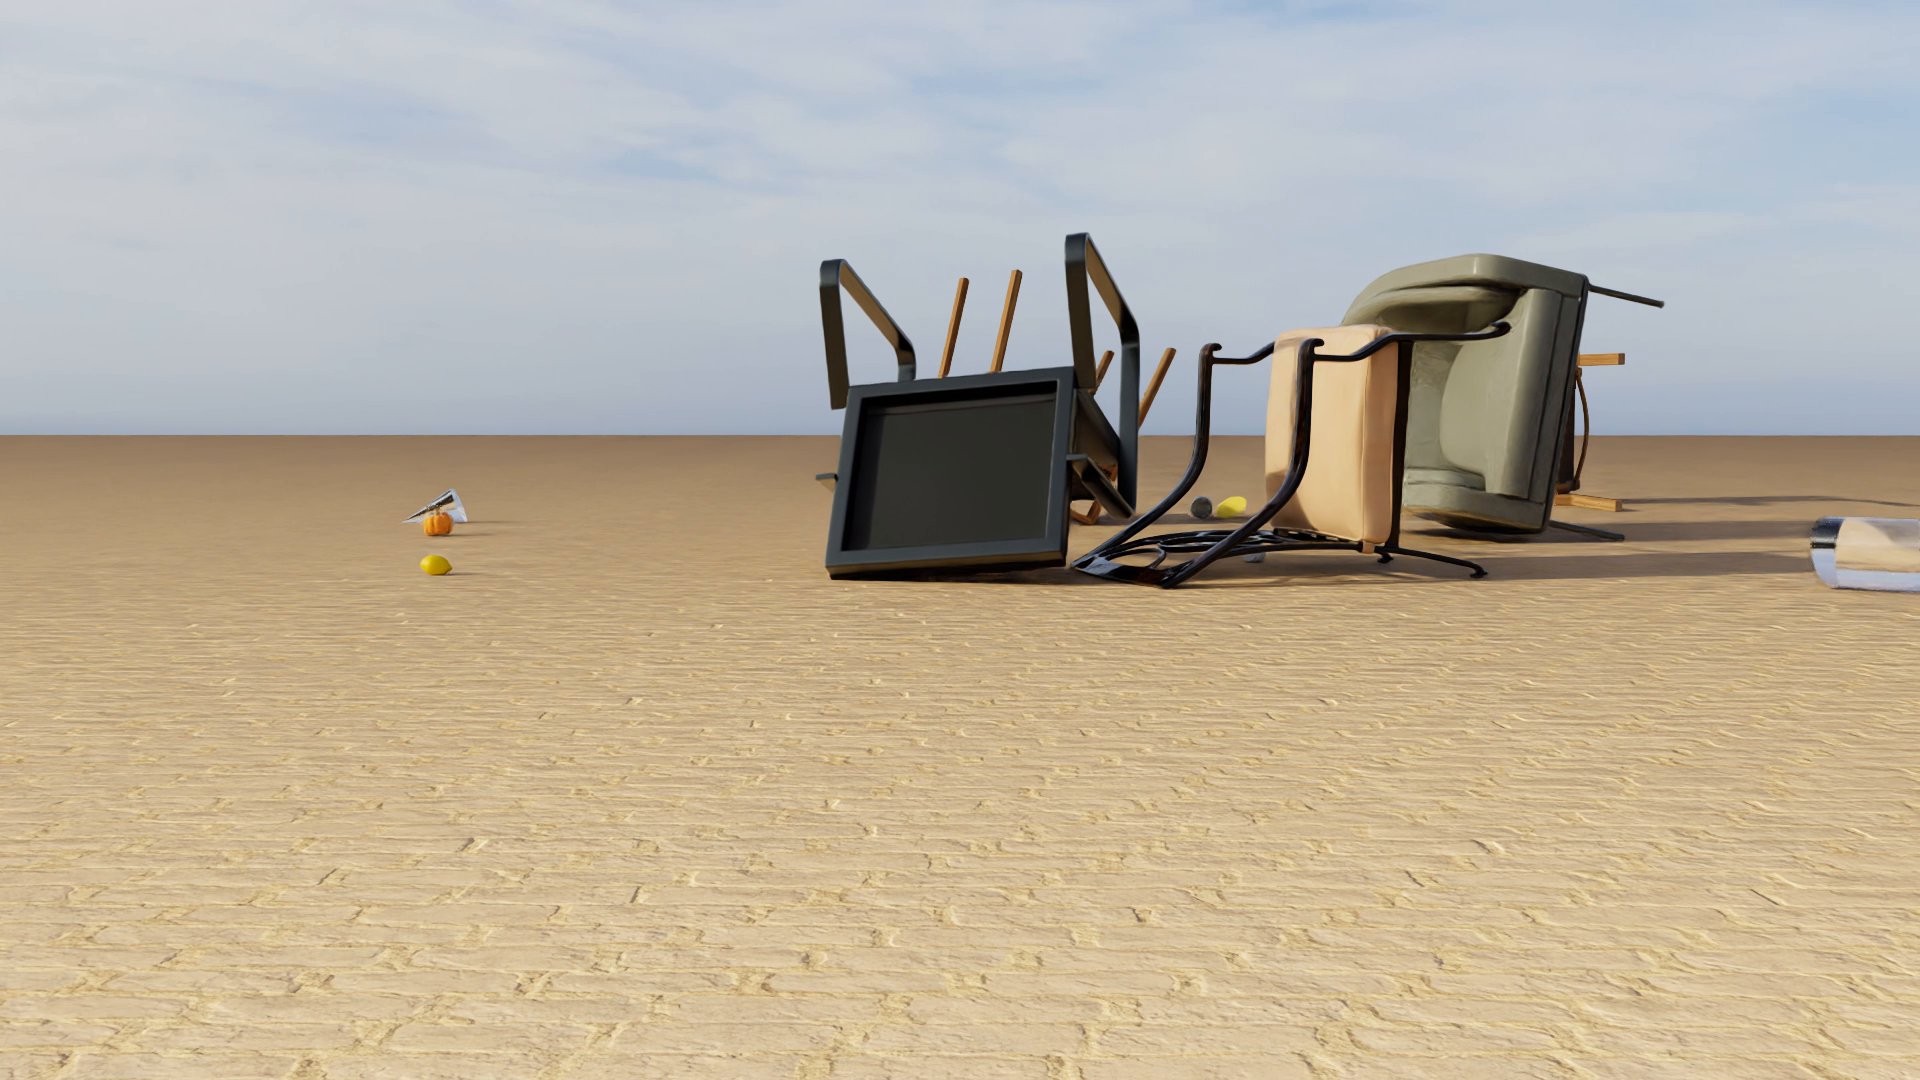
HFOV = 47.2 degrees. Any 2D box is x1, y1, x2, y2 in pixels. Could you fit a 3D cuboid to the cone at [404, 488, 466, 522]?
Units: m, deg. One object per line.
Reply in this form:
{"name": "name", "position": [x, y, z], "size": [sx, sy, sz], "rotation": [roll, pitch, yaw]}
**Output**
{"name": "cone", "position": [-1.783, -0.088, 7.401], "size": [0.202, 0.092, 0.152], "rotation": [-17, -37, -2]}

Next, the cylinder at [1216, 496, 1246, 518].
{"name": "cylinder", "position": [0.952, -0.116, 7.710], "size": [0.111, 0.058, 0.116], "rotation": [-27, 0, 8]}

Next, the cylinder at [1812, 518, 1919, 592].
{"name": "cylinder", "position": [2.057, 0.034, 4.871], "size": [0.252, 0.152, 0.232], "rotation": [4, -13, 44]}

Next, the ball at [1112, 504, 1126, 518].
{"name": "ball", "position": [0.551, -0.101, 7.653], "size": [0.050, 0.050, 0.050], "rotation": [0, 4, 0]}
